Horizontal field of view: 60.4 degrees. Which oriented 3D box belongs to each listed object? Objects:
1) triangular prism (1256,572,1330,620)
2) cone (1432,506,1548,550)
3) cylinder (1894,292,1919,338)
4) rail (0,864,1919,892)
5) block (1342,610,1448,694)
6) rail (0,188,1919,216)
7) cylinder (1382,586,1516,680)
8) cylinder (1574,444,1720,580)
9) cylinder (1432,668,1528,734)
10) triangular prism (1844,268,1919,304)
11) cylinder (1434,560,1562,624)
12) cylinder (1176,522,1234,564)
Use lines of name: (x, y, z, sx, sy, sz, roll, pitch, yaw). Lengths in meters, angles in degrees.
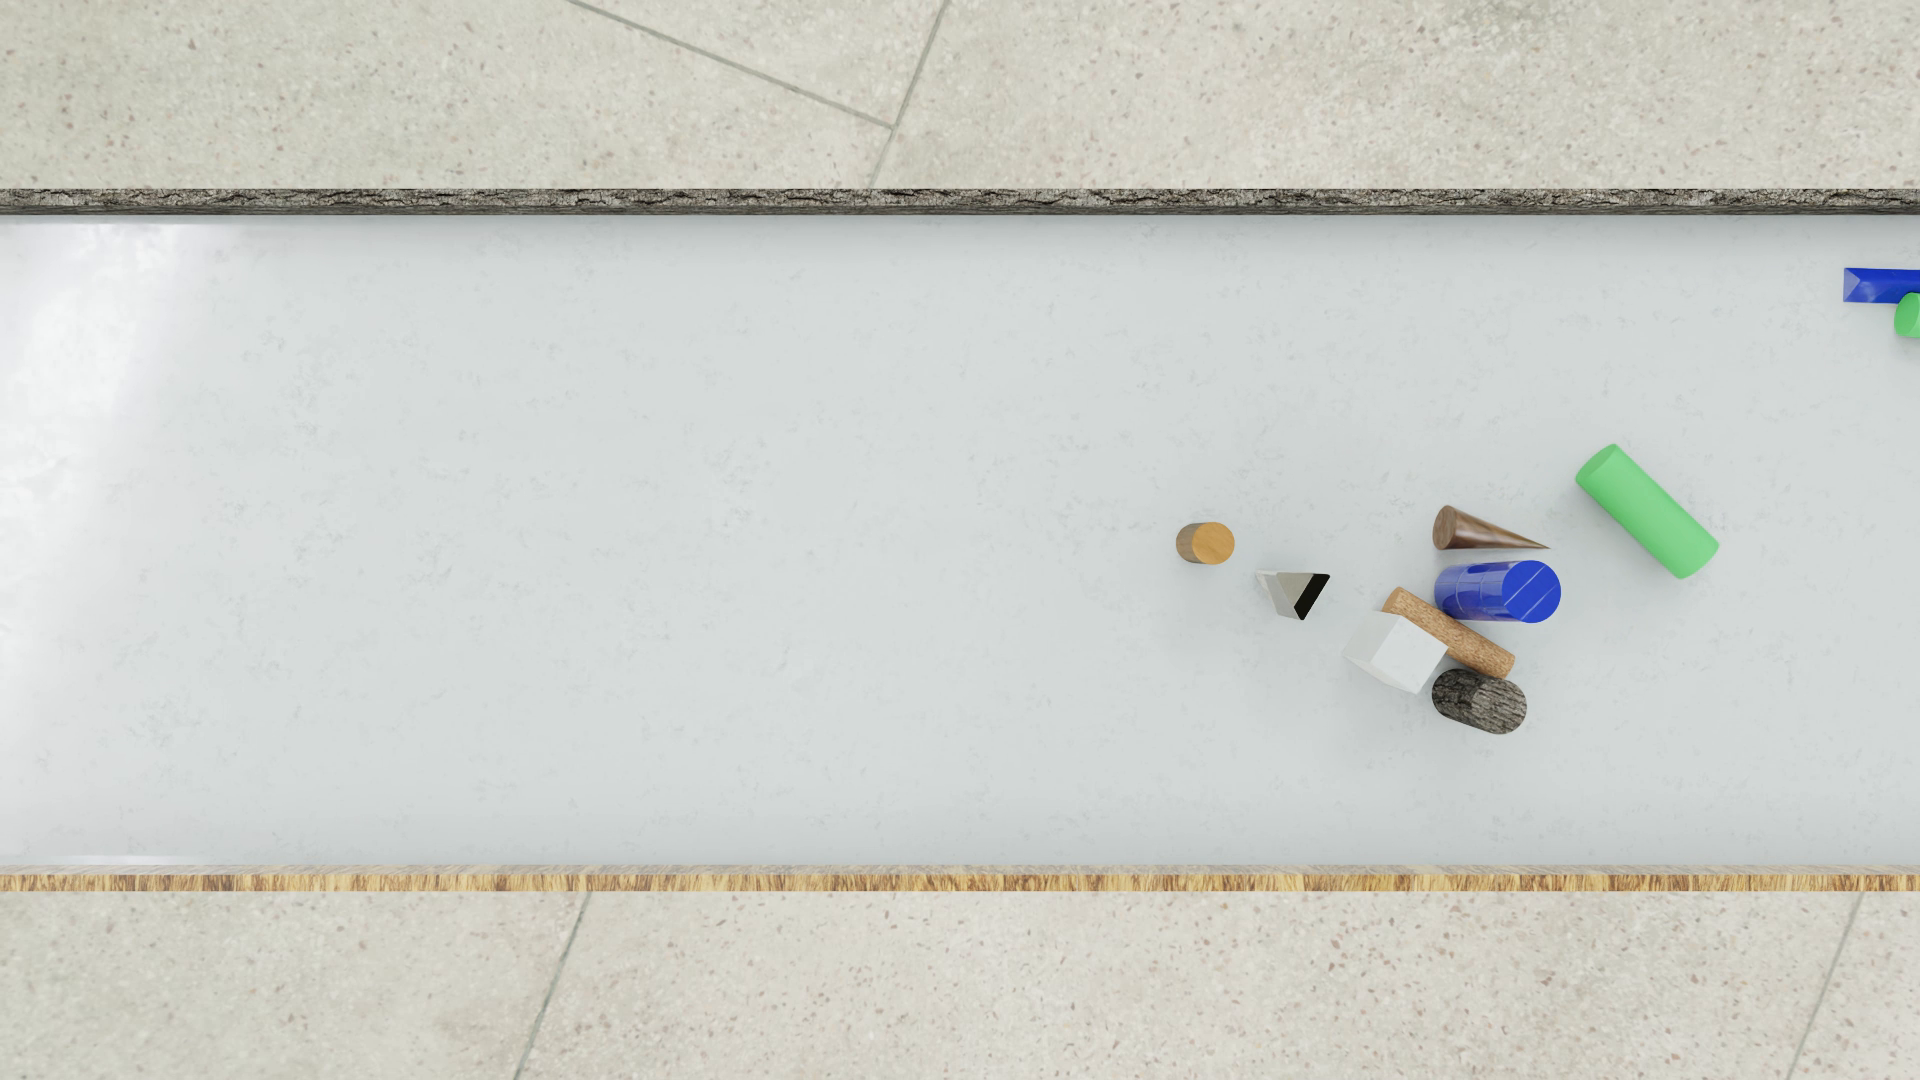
triangular prism: (0.966, 0.131, 4.906, 0.133, 0.341, 0.153, 32, 90, 0)
cone: (1.646, -0.006, 5.043, 0.365, 0.138, 0.138, 10, 90, -11)
cylinder: (3.037, -0.662, 5.011, 0.325, 0.132, 0.132, 8, 90, 0)
rail: (-2.247, 1.025, 5.001, 12.000, 0.150, 0.050, 0, 90, 0)
block: (1.285, 0.329, 4.897, 0.164, 0.359, 0.164, 34, 90, 0)
rail: (-2.247, -1.025, 5.002, 12.000, 0.150, 0.050, 0, 90, 0)
cylinder: (1.487, 0.290, 5.025, 0.405, 0.103, 0.103, 31, 90, 0)
cylinder: (2.080, -0.087, 4.996, 0.428, 0.160, 0.160, 44, 90, 0)
cylinder: (1.530, 0.474, 4.876, 0.158, 0.400, 0.158, 0, 90, 0)
triangular prism: (2.884, -0.780, 5.029, 0.329, 0.090, 0.104, 2, 90, 0)
cylinder: (1.570, 0.152, 4.842, 0.178, 0.449, 0.178, 0, 88, -8)
cylinder: (0.725, 0.010, 4.898, 0.123, 0.356, 0.123, 0, 90, 0)
